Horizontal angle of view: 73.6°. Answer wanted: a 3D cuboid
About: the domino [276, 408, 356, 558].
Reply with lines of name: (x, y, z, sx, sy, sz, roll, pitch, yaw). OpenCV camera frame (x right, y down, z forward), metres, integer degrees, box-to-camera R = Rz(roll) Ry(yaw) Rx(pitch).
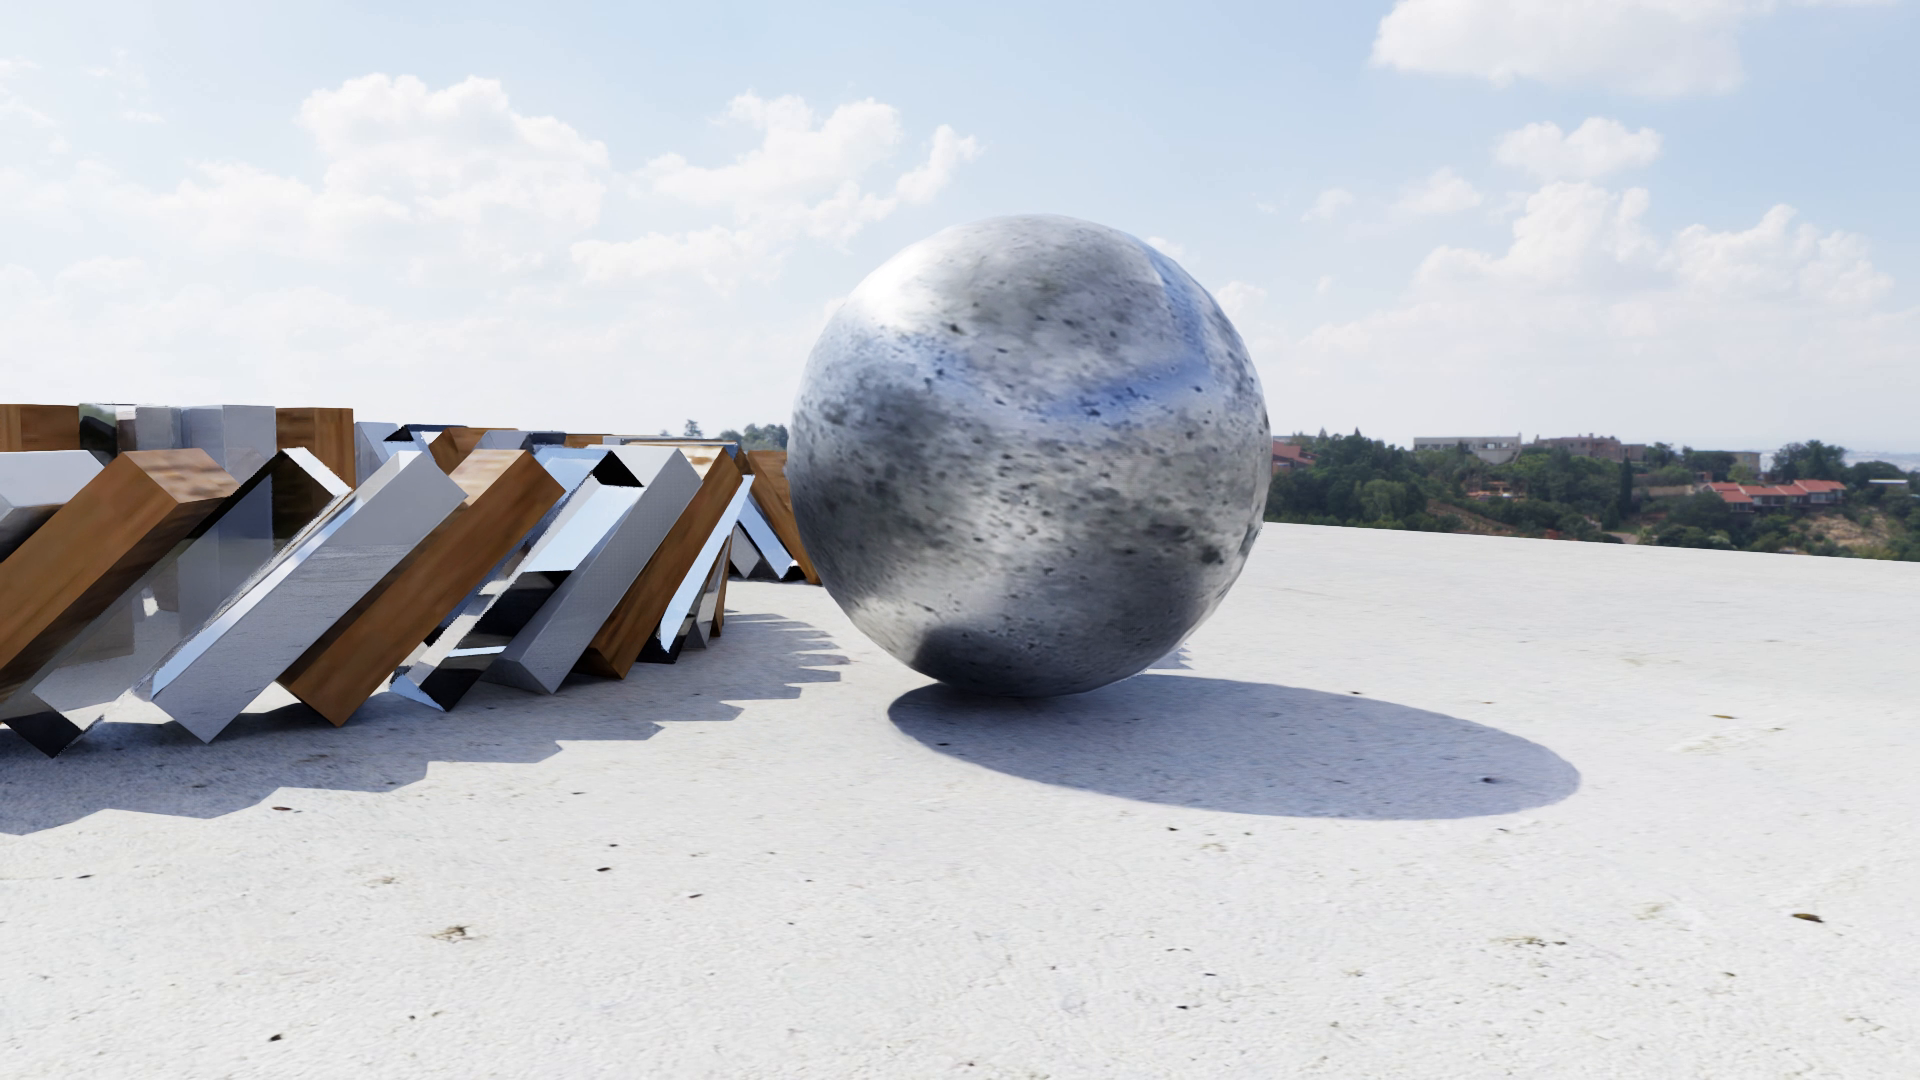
domino: (-0.142, -0.003, 0.274, 0.025, 0.050, 0.010, 2, 5, 26)

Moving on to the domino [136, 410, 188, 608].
domino: (-0.200, -0.007, 0.327, 0.025, 0.050, 0.009, 3, 21, 34)

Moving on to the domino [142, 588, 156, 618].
domino: (-0.207, -0.005, 0.301, 0.025, 0.050, 0.009, 1, 12, 10)

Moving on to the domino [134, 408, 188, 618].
domino: (-0.205, -0.006, 0.314, 0.025, 0.050, 0.009, 2, 17, 21)

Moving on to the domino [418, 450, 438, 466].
domino: (-0.163, -0.010, 0.437, 0.050, 0.010, 0.025, 41, 2, -5)

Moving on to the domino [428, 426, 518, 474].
domino: (-0.125, -0.008, 0.357, 0.009, 0.050, 0.025, -35, -12, 25)

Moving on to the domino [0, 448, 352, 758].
domino: (-0.113, 0.008, 0.188, 0.050, 0.010, 0.025, -47, 18, -11)

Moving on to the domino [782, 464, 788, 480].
domino: (-0.034, -0.008, 0.397, 0.025, 0.010, 0.050, 2, 43, -38)

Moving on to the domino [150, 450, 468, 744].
domino: (-0.101, 0.007, 0.199, 0.050, 0.009, 0.025, -49, 26, -19)

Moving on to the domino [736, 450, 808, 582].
domino: (-0.059, -0.009, 0.413, 0.025, 0.009, 0.050, -5, 48, -50)

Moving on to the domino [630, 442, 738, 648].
domino: (-0.064, 0.000, 0.280, 0.025, 0.050, 0.010, 0, -39, 5)

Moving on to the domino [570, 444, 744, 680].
domino: (-0.065, 0.003, 0.248, 0.025, 0.050, 0.009, 4, -40, 27)

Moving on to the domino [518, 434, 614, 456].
domino: (-0.098, -0.006, 0.344, 0.025, 0.050, 0.009, -4, -32, -44)

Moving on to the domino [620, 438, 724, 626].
domino: (-0.070, -0.003, 0.309, 0.025, 0.050, 0.009, -1, -37, -10)

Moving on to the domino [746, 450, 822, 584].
domino: (-0.047, -0.008, 0.404, 0.025, 0.009, 0.050, -3, 47, -45)

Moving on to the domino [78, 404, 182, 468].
domino: (-0.163, -0.002, 0.255, 0.010, 0.050, 0.025, 0, 4, -12)

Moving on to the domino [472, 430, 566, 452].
domino: (-0.111, -0.007, 0.351, 0.010, 0.050, 0.025, -39, -19, 31)

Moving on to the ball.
ball: (0.011, -0.014, 0.215, 0.080, 0.080, 0.080, 0, 4, 0)

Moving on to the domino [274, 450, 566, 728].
domino: (-0.089, 0.006, 0.210, 0.025, 0.009, 0.050, 5, 51, 51)

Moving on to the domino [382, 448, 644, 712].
domino: (-0.079, 0.005, 0.221, 0.025, 0.009, 0.050, 5, 51, 45)

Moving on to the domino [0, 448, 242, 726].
domino: (-0.127, 0.008, 0.180, 0.050, 0.009, 0.025, -44, 11, -3)

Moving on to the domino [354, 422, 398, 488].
domino: (-0.154, -0.009, 0.358, 0.009, 0.050, 0.025, -28, 4, 1)

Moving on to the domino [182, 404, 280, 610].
domino: (-0.148, -0.002, 0.261, 0.025, 0.050, 0.010, 4, 5, 43)

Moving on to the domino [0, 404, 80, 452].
domino: (-0.178, -0.002, 0.255, 0.009, 0.050, 0.025, 2, 5, 14)

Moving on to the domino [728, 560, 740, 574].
domino: (-0.086, -0.010, 0.428, 0.050, 0.010, 0.025, 48, 25, 20)

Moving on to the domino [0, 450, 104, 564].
domino: (-0.142, 0.009, 0.176, 0.050, 0.009, 0.025, -43, 5, 2)

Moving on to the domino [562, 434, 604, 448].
domino: (-0.086, -0.005, 0.335, 0.025, 0.050, 0.009, -3, -34, -33)

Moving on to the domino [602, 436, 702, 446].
domino: (-0.076, -0.004, 0.323, 0.025, 0.050, 0.009, -1, -35, -18)

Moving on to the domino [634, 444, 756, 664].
domino: (-0.063, 0.002, 0.263, 0.025, 0.050, 0.010, 1, -40, 18)

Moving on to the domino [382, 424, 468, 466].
domino: (-0.139, -0.008, 0.360, 0.009, 0.050, 0.025, -31, -5, 17)

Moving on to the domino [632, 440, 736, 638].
domino: (-0.066, -0.001, 0.294, 0.025, 0.050, 0.009, 0, -38, -1)

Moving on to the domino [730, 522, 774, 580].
domino: (-0.073, -0.009, 0.421, 0.050, 0.010, 0.025, 49, 28, 22)

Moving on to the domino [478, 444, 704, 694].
domino: (-0.071, 0.004, 0.235, 0.025, 0.009, 0.050, 4, 51, 34)
